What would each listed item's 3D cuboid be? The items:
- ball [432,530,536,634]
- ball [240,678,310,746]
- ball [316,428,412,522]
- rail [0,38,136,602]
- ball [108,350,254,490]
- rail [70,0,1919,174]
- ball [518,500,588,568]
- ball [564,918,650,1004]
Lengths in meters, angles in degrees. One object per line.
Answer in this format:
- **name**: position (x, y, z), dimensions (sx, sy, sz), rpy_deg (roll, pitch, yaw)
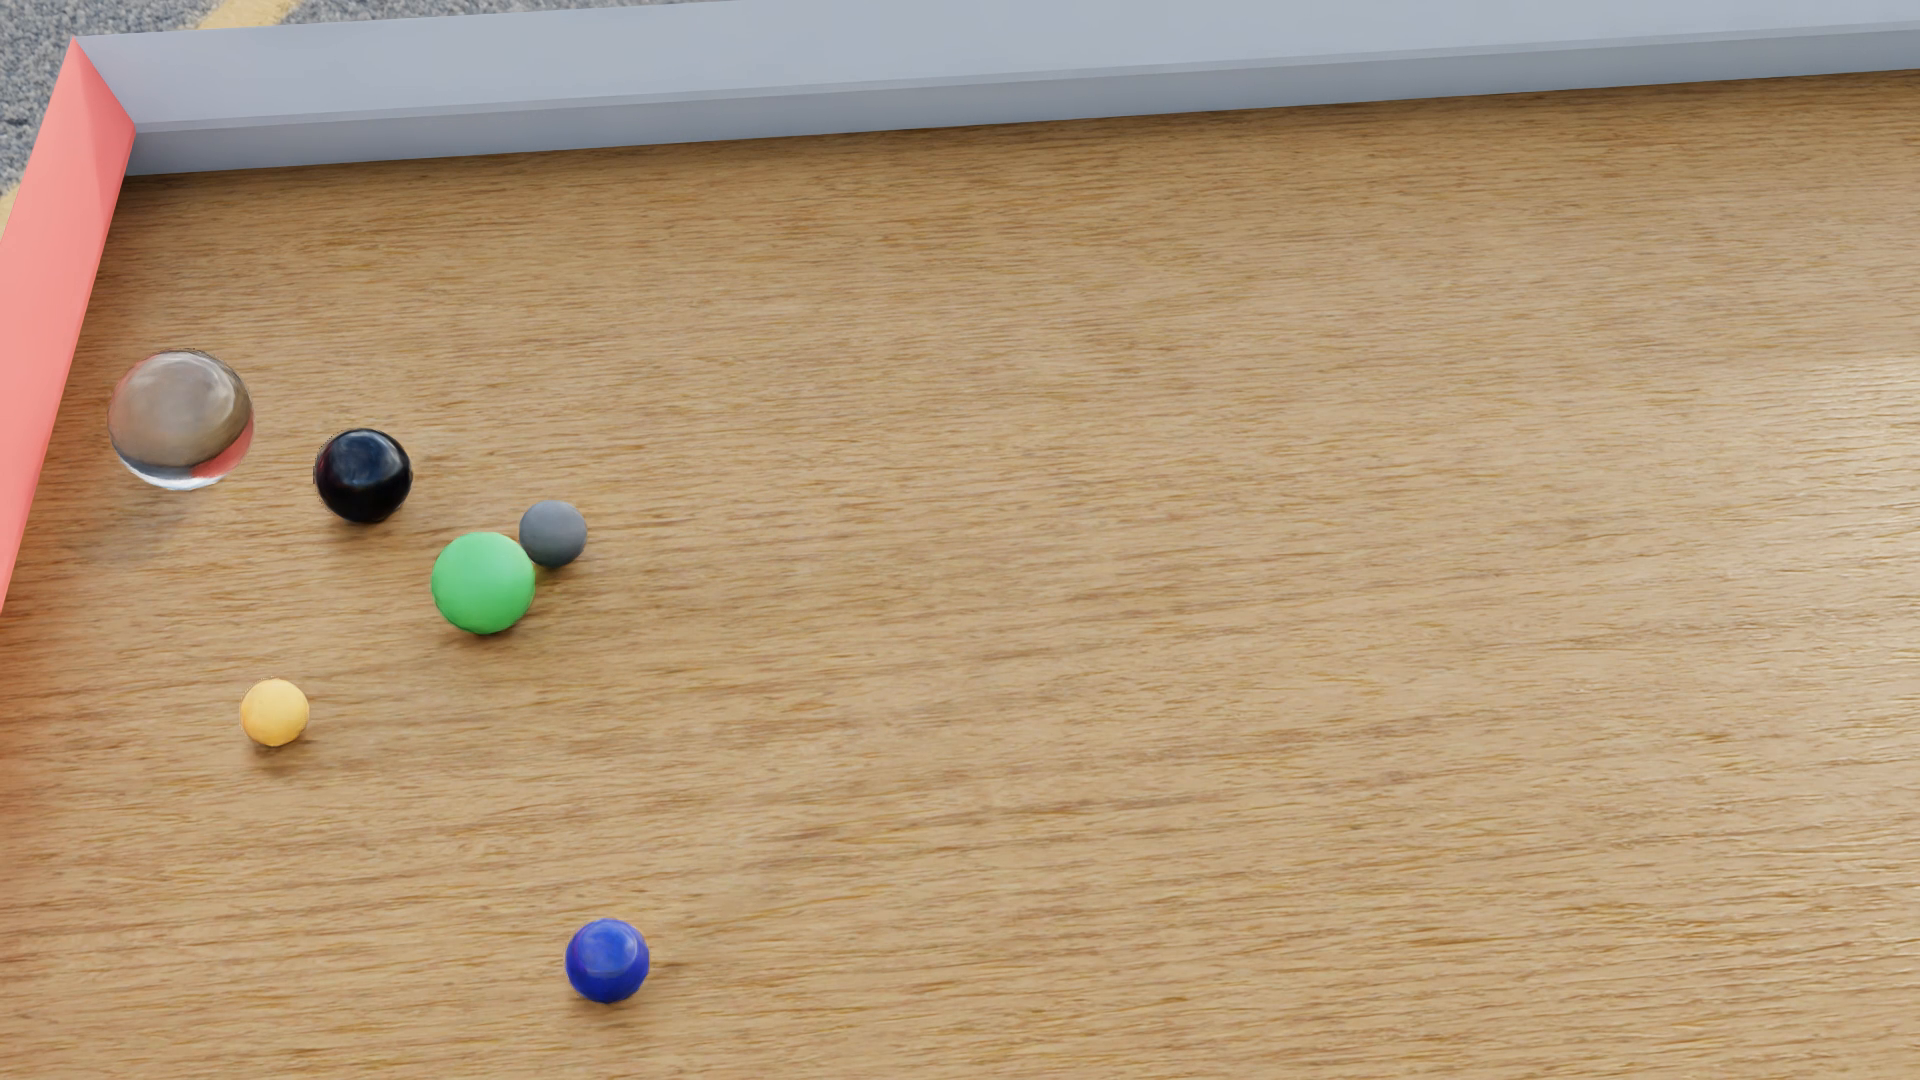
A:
- **ball**: position (-0.310, 0.028, 1.668), dimensions (0.067, 0.067, 0.067), rpy_deg (0, 36, 0)
- **ball**: position (-0.422, 0.106, 1.581), dimensions (0.041, 0.041, 0.041), rpy_deg (0, 36, 0)
- **ball**: position (-0.411, -0.044, 1.769), dimensions (0.065, 0.065, 0.065), rpy_deg (0, 36, 0)
- **rail**: position (-0.625, 0.017, 1.629), dimensions (0.045, 0.128, 1.322), rpy_deg (-4, 36, -6)
- **ball**: position (-0.545, -0.084, 1.796), dimensions (0.099, 0.099, 0.099), rpy_deg (0, 36, 0)
- **rail**: position (0.565, -0.451, 2.277), dimensions (2.617, 0.128, 0.045), rpy_deg (-4, 36, -6)
- **ball**: position (-0.275, -0.004, 1.730), dimensions (0.046, 0.046, 0.046), rpy_deg (0, 36, 0)
- **ball**: position (-0.193, 0.230, 1.405), dimensions (0.046, 0.046, 0.046), rpy_deg (0, 36, 0)
